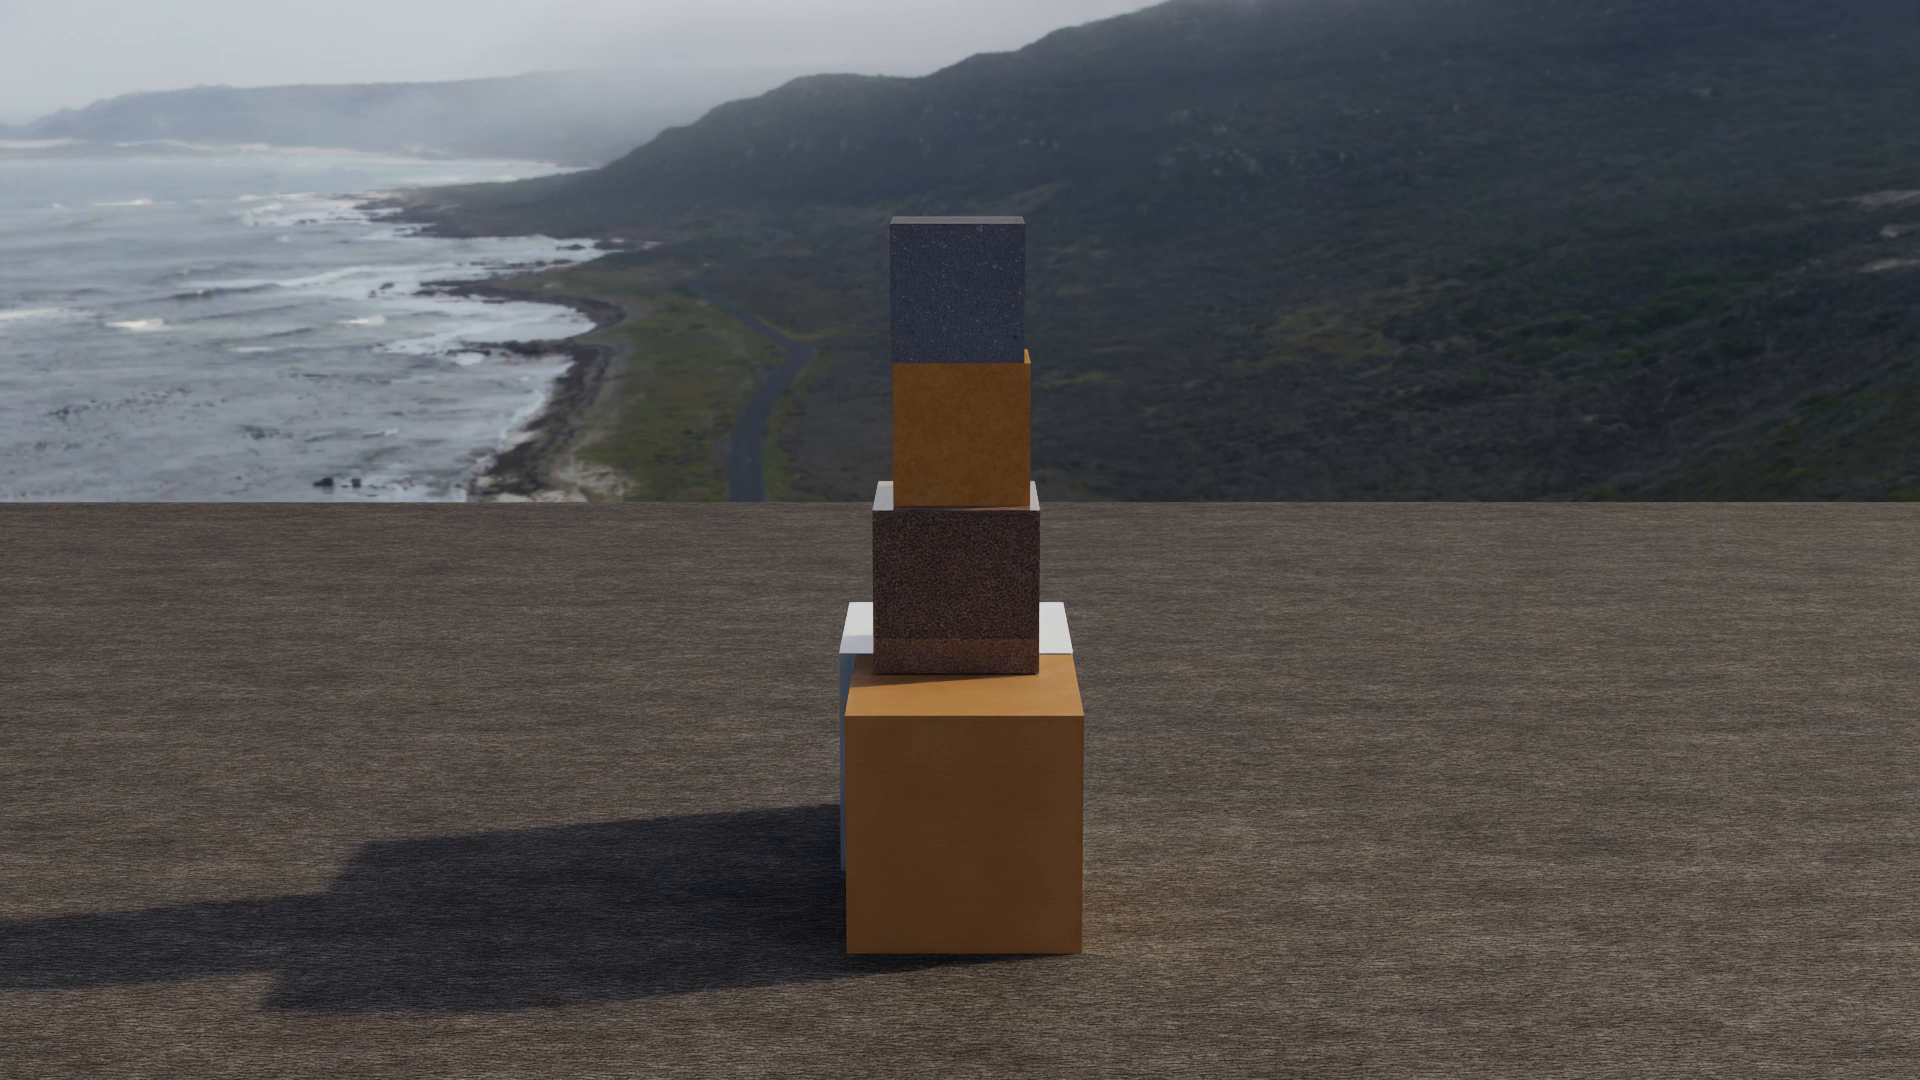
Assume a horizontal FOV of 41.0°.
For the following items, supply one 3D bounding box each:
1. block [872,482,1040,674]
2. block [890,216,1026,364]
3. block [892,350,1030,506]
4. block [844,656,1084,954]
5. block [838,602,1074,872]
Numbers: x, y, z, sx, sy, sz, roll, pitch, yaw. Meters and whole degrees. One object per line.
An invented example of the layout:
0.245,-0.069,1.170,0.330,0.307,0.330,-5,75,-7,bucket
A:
-0.016,0.151,11.208,0.703,0.702,0.786,0,10,0,block
-0.011,-1.078,10.984,0.562,0.582,0.546,0,10,0,block
0.007,-0.493,11.091,0.579,0.607,0.554,0,10,0,block
0.017,1.088,10.813,0.951,0.990,1.080,0,10,0,block
-0.017,0.888,11.896,1.029,0.996,1.102,0,10,0,block
